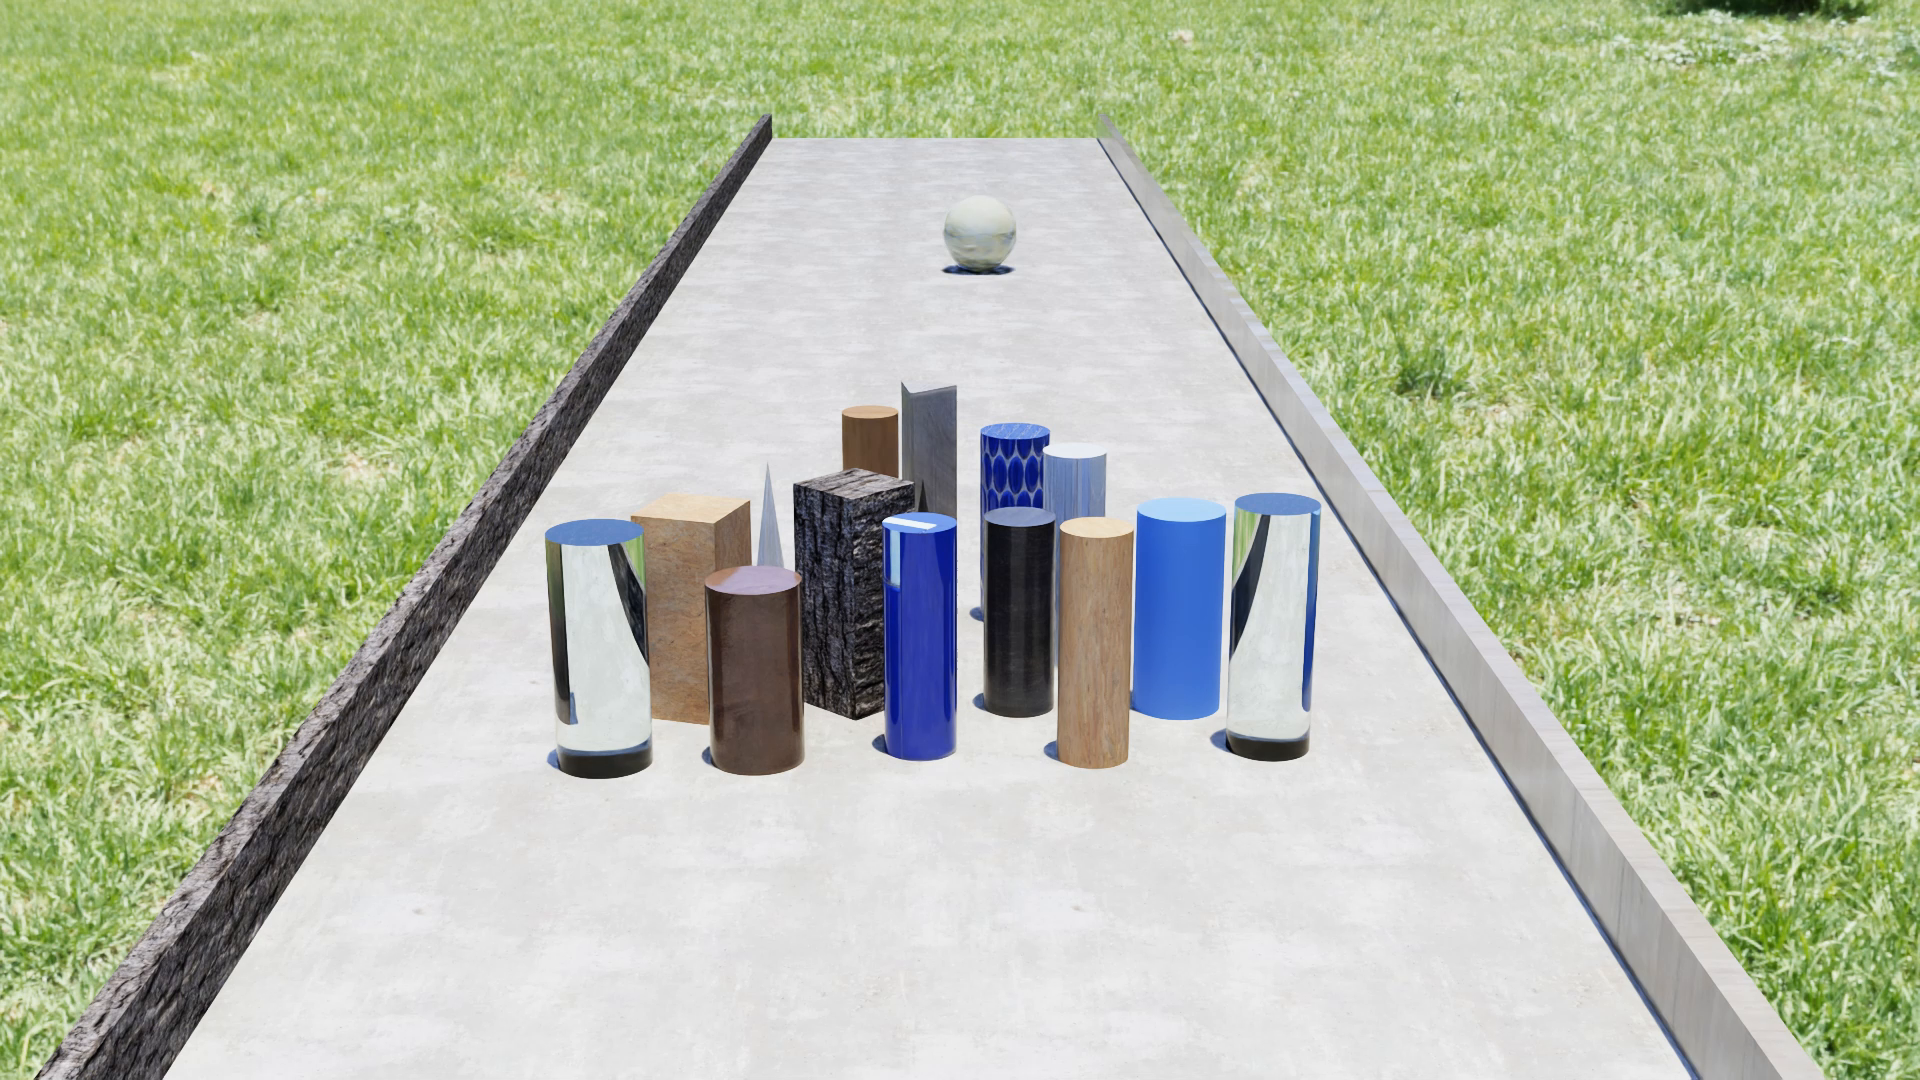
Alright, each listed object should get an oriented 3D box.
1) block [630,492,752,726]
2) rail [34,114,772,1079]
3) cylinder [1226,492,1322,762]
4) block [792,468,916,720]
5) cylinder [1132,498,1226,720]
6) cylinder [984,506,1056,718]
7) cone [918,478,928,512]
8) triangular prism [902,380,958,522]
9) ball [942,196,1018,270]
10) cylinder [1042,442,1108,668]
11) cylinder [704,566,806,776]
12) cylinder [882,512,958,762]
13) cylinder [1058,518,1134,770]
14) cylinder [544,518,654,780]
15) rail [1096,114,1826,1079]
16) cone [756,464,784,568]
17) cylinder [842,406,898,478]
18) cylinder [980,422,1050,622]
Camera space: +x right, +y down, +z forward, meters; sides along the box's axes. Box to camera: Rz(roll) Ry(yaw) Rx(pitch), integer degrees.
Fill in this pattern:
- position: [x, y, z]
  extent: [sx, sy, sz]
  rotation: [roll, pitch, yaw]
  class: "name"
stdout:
- position: [-0.496, 0.128, 4.108]
  extent: [0.166, 0.392, 0.166]
  rotation: [5, 17, 17]
  class: "block"
- position: [-1.118, -0.838, 7.780]
  extent: [0.050, 0.150, 12.000]
  rotation: [0, 17, -1]
  class: "rail"
- position: [0.556, 0.155, 3.910]
  extent: [0.151, 0.454, 0.151]
  rotation: [0, 17, 0]
  class: "cylinder"
- position: [-0.197, 0.100, 4.141]
  extent: [0.160, 0.428, 0.160]
  rotation: [15, 22, 41]
  class: "block"
- position: [0.410, 0.128, 4.120]
  extent: [0.165, 0.386, 0.165]
  rotation: [0, 17, 0]
  class: "cylinder"
- position: [0.111, 0.135, 4.119]
  extent: [0.135, 0.373, 0.135]
  rotation: [0, 17, 0]
  class: "cylinder"
- position: [-0.073, 0.056, 4.387]
  extent: [0.117, 0.371, 0.117]
  rotation: [0, 17, 0]
  class: "cone"
- position: [-0.092, -0.130, 4.890]
  extent: [0.129, 0.441, 0.112]
  rotation: [-14, 21, -38]
  class: "triangular prism"
- position: [0.081, -1.238, 8.863]
  extent: [0.301, 0.301, 0.301]
  rotation: [0, 17, 0]
  class: "ball"
- position: [0.225, 0.031, 4.366]
  extent: [0.126, 0.431, 0.126]
  rotation: [0, 17, 0]
  class: "cylinder"
- position: [-0.360, 0.229, 3.874]
  extent: [0.168, 0.333, 0.168]
  rotation: [0, 17, 0]
  class: "cylinder"
- position: [-0.071, 0.172, 3.906]
  extent: [0.131, 0.423, 0.131]
  rotation: [0, 17, 0]
  class: "cylinder"
- position: [0.237, 0.181, 3.871]
  extent: [0.128, 0.425, 0.128]
  rotation: [0, 17, 0]
  class: "cylinder"
- position: [-0.629, 0.189, 3.846]
  extent: [0.169, 0.424, 0.169]
  rotation: [0, 17, 0]
  class: "cylinder"
- position: [0.932, -0.844, 7.801]
  extent: [0.050, 0.150, 12.000]
  rotation: [0, 17, -1]
  class: "rail"
- position: [-0.376, 0.042, 4.354]
  extent: [0.106, 0.418, 0.106]
  rotation: [0, 17, 0]
  class: "cone"
- position: [-0.187, -0.054, 4.628]
  extent: [0.118, 0.444, 0.118]
  rotation: [0, 17, 0]
  class: "cylinder"
- position: [0.115, -0.032, 4.620]
  extent: [0.145, 0.406, 0.145]
  rotation: [0, 17, 0]
  class: "cylinder"
